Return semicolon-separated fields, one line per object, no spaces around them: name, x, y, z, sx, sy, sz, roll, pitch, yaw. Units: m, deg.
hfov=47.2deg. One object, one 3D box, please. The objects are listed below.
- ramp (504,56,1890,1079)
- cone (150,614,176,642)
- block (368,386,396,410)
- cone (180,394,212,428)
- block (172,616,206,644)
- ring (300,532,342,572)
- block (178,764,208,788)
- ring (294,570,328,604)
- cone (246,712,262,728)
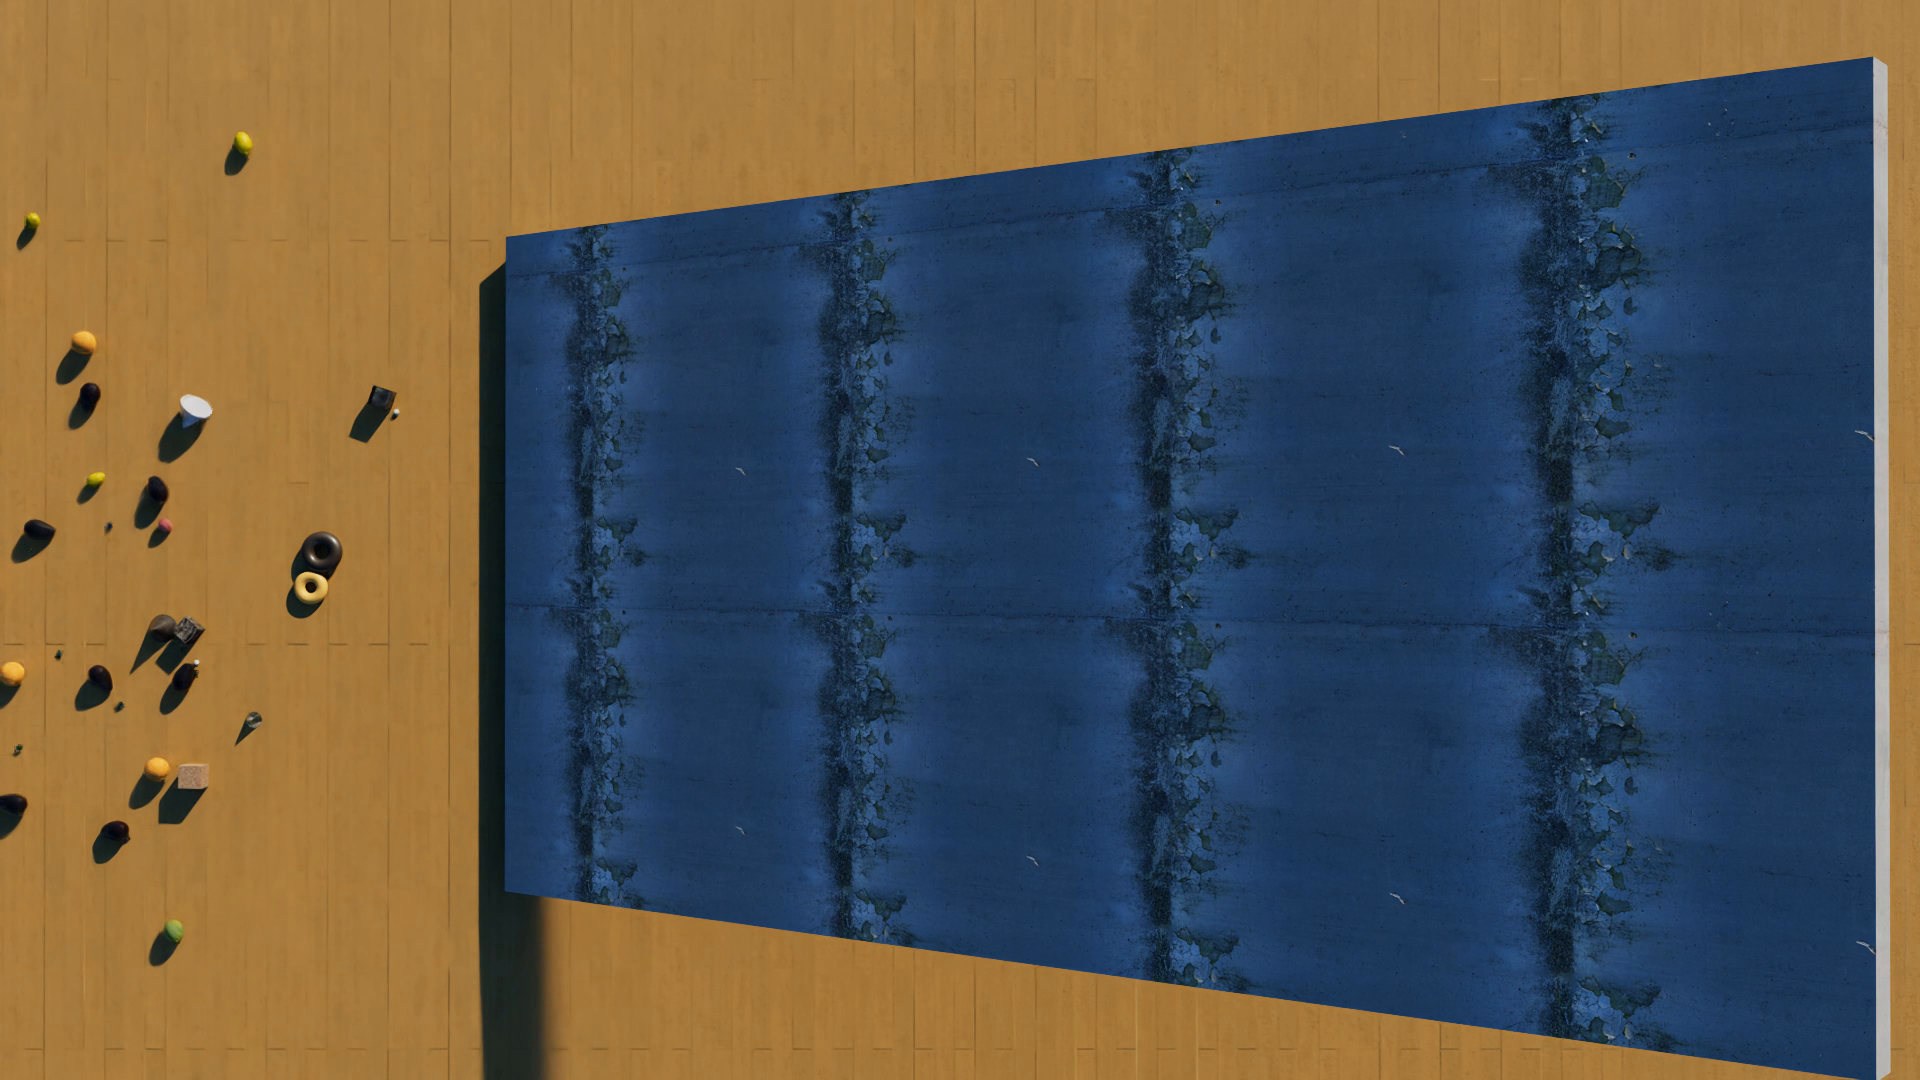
ramp;0.228;0.064;5.545;4.000;0.100;2.000;0;89;37
cone;-2.464;0.273;6.757;0.086;0.086;0.086;0;90;0
block;-1.781;-0.437;6.775;0.060;0.060;0.060;19;90;0
cone;-2.377;-0.377;6.782;0.100;0.100;0.100;40;116;0
block;-2.375;0.277;6.770;0.060;0.060;0.060;43;90;0
ring;-1.968;0.037;6.781;0.129;0.043;0.129;0;88;1
block;-2.357;0.726;6.762;0.069;0.069;0.069;2;90;0
ring;-2.003;0.147;6.784;0.105;0.035;0.105;0;90;1
cone;-2.183;0.555;6.773;0.050;0.050;0.050;0;90;0
